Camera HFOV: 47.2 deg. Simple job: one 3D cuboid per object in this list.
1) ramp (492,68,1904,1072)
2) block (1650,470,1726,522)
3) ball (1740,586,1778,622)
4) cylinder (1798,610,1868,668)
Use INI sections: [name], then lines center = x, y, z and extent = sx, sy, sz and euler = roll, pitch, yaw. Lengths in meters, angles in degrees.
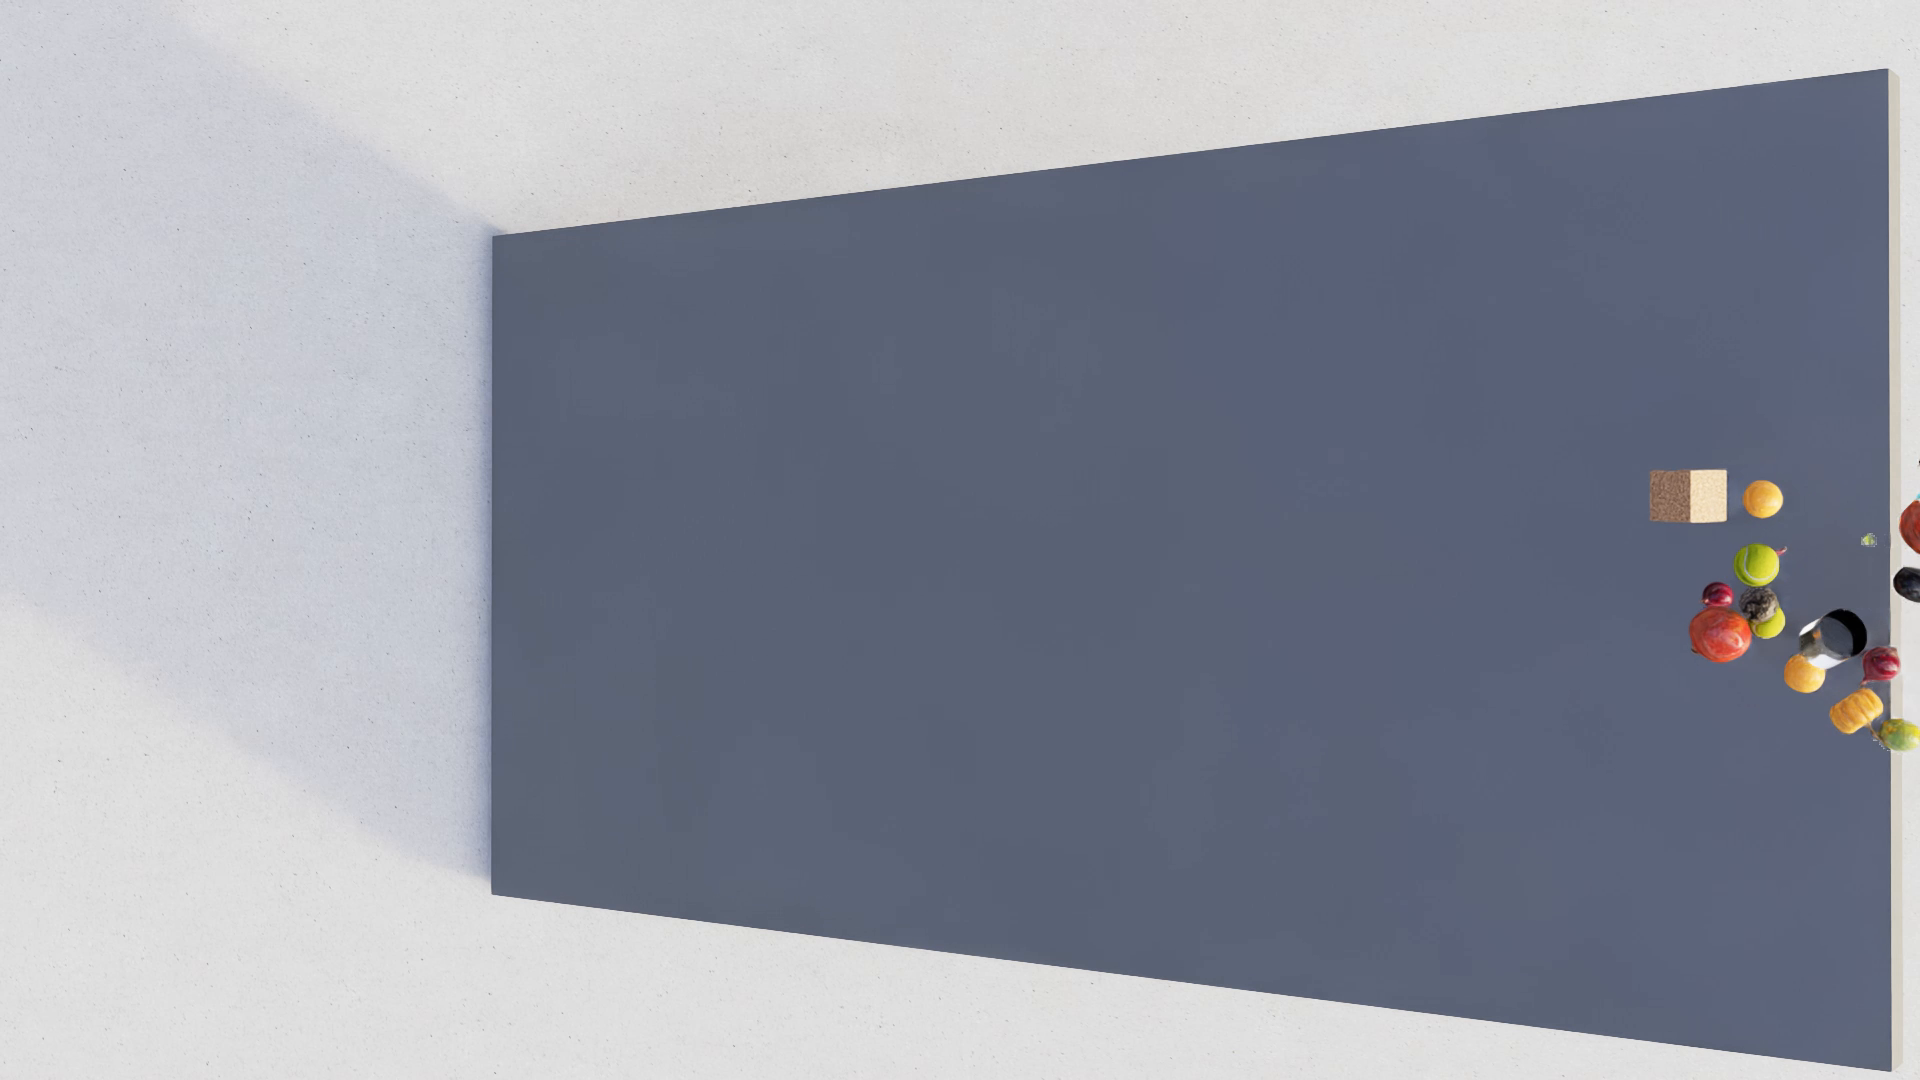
[ramp]
center = 0.244, 0.068, 5.569
extent = 4.000, 0.100, 2.000
euler = 0, 89, 35
[block]
center = 1.316, -0.080, 3.974
extent = 0.092, 0.092, 0.092
euler = -2, 93, -30
[ball]
center = 1.523, 0.123, 4.193
extent = 0.070, 0.070, 0.070
euler = 0, 90, 0
[cylinder]
center = 1.381, 0.157, 3.481
extent = 0.077, 0.077, 0.077
euler = 1, 73, -4
